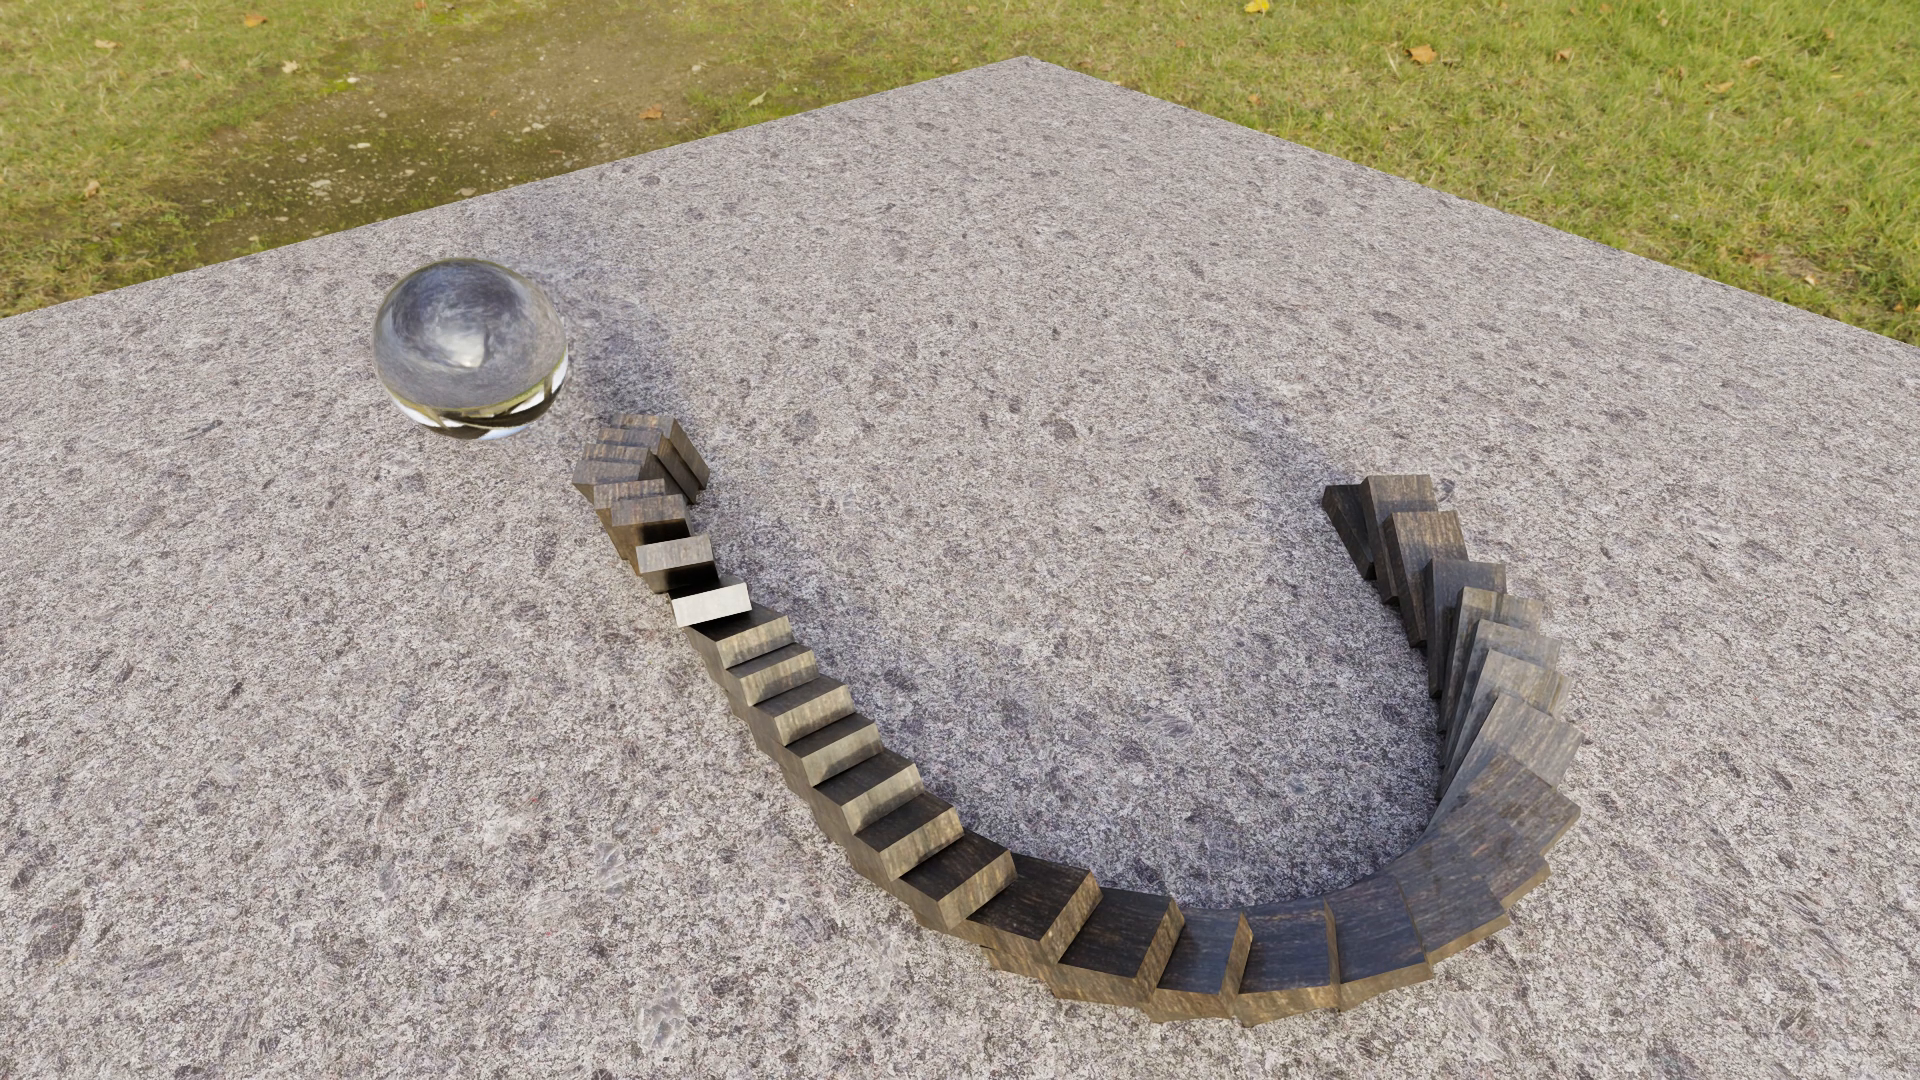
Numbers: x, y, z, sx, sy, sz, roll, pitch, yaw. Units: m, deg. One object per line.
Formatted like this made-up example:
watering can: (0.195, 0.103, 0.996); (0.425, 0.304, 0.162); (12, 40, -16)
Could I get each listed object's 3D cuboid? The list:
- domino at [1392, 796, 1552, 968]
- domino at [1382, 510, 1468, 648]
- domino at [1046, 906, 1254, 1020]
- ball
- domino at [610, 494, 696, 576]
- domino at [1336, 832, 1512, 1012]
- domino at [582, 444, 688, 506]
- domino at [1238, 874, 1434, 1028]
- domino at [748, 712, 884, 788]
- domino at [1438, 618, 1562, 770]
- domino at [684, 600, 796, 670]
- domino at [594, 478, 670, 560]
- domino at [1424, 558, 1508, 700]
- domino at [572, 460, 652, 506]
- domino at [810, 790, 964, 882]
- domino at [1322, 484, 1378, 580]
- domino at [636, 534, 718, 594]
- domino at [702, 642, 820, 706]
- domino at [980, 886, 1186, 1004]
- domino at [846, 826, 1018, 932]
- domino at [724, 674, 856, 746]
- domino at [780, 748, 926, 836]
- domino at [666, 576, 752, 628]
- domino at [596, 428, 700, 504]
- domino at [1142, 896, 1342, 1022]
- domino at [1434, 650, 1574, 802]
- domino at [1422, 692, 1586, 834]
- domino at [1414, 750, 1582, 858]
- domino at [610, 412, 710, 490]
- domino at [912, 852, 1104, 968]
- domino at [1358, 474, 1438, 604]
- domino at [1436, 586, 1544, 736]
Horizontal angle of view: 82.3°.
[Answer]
domino: (0.134, 0.097, 0.306); (0.050, 0.010, 0.025); (-39, 45, 3)
domino: (0.176, 0.014, 0.408); (0.025, 0.010, 0.050); (-2, 67, -3)
domino: (0.050, 0.110, 0.291); (0.050, 0.009, 0.025); (-9, 30, 35)
ball: (-0.217, -0.084, 0.491); (0.080, 0.080, 0.080); (0, 39, 0)
domino: (-0.114, -0.001, 0.414); (0.025, 0.050, 0.010); (-7, 69, -9)
domino: (0.118, 0.103, 0.298); (0.050, 0.010, 0.025); (-32, 44, 9)
domino: (-0.129, -0.023, 0.441); (0.025, 0.050, 0.010); (5, 70, 6)
domino: (0.096, 0.109, 0.292); (0.050, 0.010, 0.025); (-24, 37, 17)
domino: (-0.047, 0.062, 0.349); (0.025, 0.009, 0.050); (-23, 14, -25)
domino: (0.175, 0.053, 0.357); (0.025, 0.010, 0.050); (16, 77, 17)
domino: (-0.078, 0.032, 0.385); (0.025, 0.009, 0.050); (-21, 12, -23)
domino: (-0.122, -0.007, 0.422); (0.025, 0.050, 0.009); (-6, 68, -8)
domino: (0.179, 0.032, 0.388); (0.025, 0.009, 0.050); (6, 65, 7)
domino: (-0.130, -0.016, 0.432); (0.025, 0.050, 0.009); (5, 70, 6)
domino: (-0.023, 0.082, 0.324); (0.025, 0.009, 0.050); (-26, 16, -26)
domino: (0.169, -0.004, 0.448); (0.025, 0.009, 0.050); (-3, 39, -4)
domino: (-0.103, 0.009, 0.405); (0.025, 0.050, 0.010); (-11, 81, -12)
domino: (-0.068, 0.042, 0.373); (0.025, 0.010, 0.050); (-21, 13, -24)
domino: (0.032, 0.106, 0.295); (0.050, 0.009, 0.025); (-6, 32, 41)
domino: (-0.009, 0.092, 0.314); (0.025, 0.009, 0.050); (-28, 19, -30)
domino: (-0.056, 0.052, 0.359); (0.025, 0.009, 0.050); (-23, 14, -26)
domino: (-0.034, 0.072, 0.336); (0.025, 0.010, 0.050); (-26, 16, -26)
domino: (-0.091, 0.021, 0.396); (0.025, 0.010, 0.050); (-14, 5, -16)
domino: (-0.127, -0.029, 0.449); (0.025, 0.050, 0.010); (5, 70, 6)
domino: (0.073, 0.111, 0.290); (0.050, 0.010, 0.025); (-17, 33, 25)
domino: (0.170, 0.063, 0.345); (0.025, 0.009, 0.050); (21, 78, 18)
domino: (0.163, 0.074, 0.331); (0.025, 0.010, 0.050); (29, 81, 25)
domino: (0.150, 0.088, 0.316); (0.050, 0.010, 0.025); (-46, 51, -3)
domino: (-0.124, -0.036, 0.457); (0.025, 0.050, 0.010); (5, 70, 6)
domino: (0.012, 0.099, 0.304); (0.050, 0.009, 0.025); (-3, 30, 45)
domino: (0.172, -0.001, 0.425); (0.025, 0.010, 0.050); (-1, 67, -3)
domino: (0.178, 0.043, 0.370); (0.025, 0.010, 0.050); (12, 76, 14)
